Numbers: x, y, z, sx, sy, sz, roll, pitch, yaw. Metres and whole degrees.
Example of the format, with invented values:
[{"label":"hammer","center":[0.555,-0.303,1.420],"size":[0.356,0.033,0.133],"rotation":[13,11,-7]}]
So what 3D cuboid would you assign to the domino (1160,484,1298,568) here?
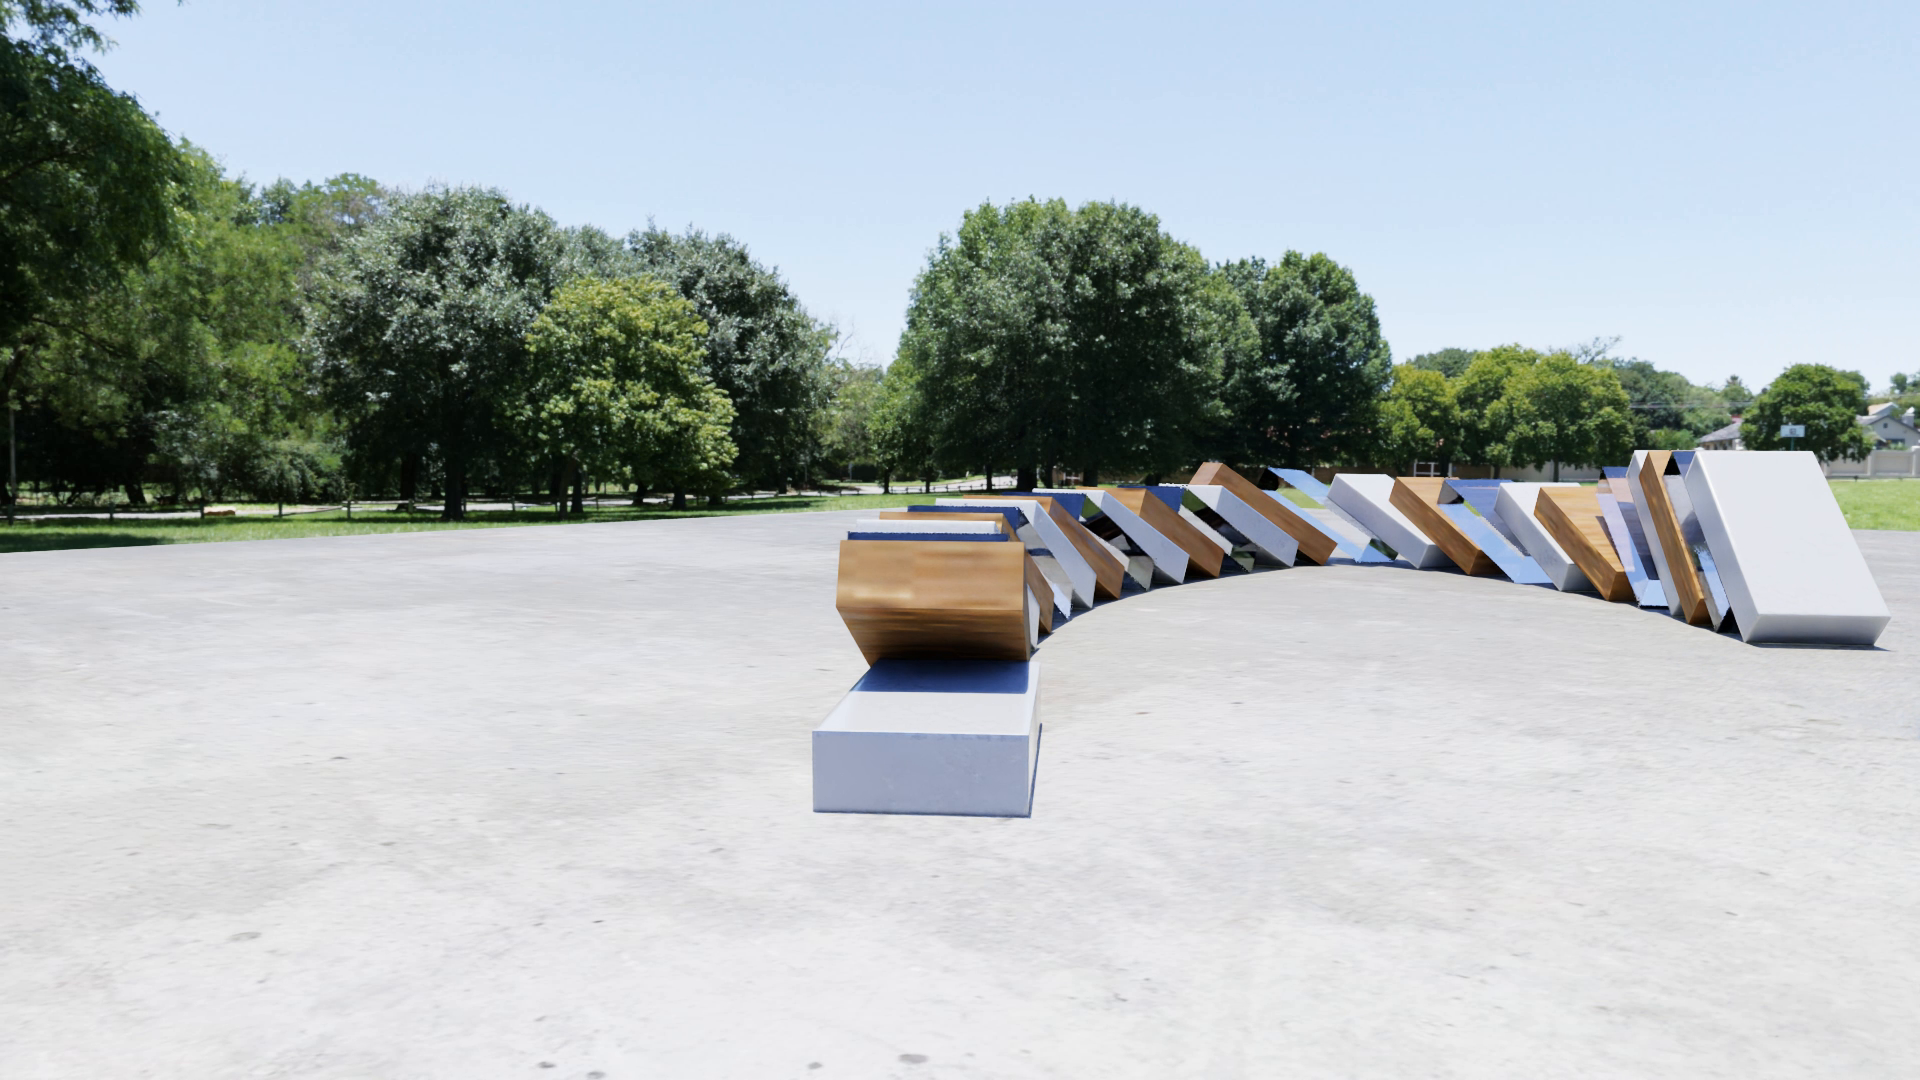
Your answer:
[{"label":"domino","center":[0.090,-0.004,0.433],"size":[0.025,0.010,0.050],"rotation":[5,-18,46]}]

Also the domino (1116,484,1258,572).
[{"label":"domino","center":[0.073,-0.003,0.415],"size":[0.025,0.010,0.050],"rotation":[4,-19,42]}]

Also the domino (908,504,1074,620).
[{"label":"domino","center":[0.008,0.006,0.293],"size":[0.025,0.009,0.050],"rotation":[2,-20,19]}]

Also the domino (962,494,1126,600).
[{"label":"domino","center":[0.022,0.002,0.338],"size":[0.025,0.009,0.050],"rotation":[3,-20,30]}]

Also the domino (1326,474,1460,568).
[{"label":"domino","center":[0.156,-0.007,0.454],"size":[0.025,0.009,0.050],"rotation":[-1,31,-27]}]

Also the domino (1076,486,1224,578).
[{"label":"domino","center":[0.059,-0.002,0.398],"size":[0.025,0.010,0.050],"rotation":[4,-19,42]}]

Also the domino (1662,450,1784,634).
[{"label":"domino","center":[0.185,0.000,0.300],"size":[0.025,0.010,0.050],"rotation":[1,47,10]}]

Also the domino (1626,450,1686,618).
[{"label":"domino","center":[0.190,-0.002,0.327],"size":[0.025,0.010,0.050],"rotation":[1,47,10]}]

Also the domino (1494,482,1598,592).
[{"label":"domino","center":[0.185,-0.002,0.389],"size":[0.025,0.009,0.050],"rotation":[0,30,-2]}]

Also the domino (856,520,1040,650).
[{"label":"domino","center":[-0.001,0.010,0.246],"size":[0.025,0.009,0.050],"rotation":[1,-20,14]}]

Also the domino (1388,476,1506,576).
[{"label":"domino","center":[0.170,-0.005,0.434],"size":[0.025,0.009,0.050],"rotation":[0,30,-16]}]

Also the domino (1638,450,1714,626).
[{"label":"domino","center":[0.186,-0.001,0.314],"size":[0.025,0.009,0.050],"rotation":[1,47,10]}]

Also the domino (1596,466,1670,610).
[{"label":"domino","center":[0.191,-0.001,0.344],"size":[0.025,0.009,0.050],"rotation":[1,38,10]}]

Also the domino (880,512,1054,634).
[{"label":"domino","center":[0.002,0.008,0.270],"size":[0.025,0.009,0.050],"rotation":[1,-20,17]}]

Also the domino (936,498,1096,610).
[{"label":"domino","center":[0.014,0.004,0.315],"size":[0.025,0.009,0.050],"rotation":[2,-20,24]}]

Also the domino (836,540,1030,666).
[{"label":"domino","center":[-0.002,0.013,0.196],"size":[0.025,0.010,0.050],"rotation":[1,-19,4]}]

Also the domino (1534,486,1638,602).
[{"label":"domino","center":[0.187,0.000,0.366],"size":[0.025,0.009,0.050],"rotation":[0,29,-1]}]

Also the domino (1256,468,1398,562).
[{"label":"domino","center":[0.135,-0.009,0.469],"size":[0.025,0.009,0.050],"rotation":[1,31,-43]}]

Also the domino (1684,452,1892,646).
[{"label":"domino","center":[0.183,0.001,0.286],"size":[0.025,0.010,0.050],"rotation":[1,47,10]}]

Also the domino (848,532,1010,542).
[{"label":"domino","center":[-0.002,0.012,0.221],"size":[0.025,0.009,0.050],"rotation":[1,-19,7]}]

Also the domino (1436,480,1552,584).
[{"label":"domino","center":[0.178,-0.004,0.413],"size":[0.025,0.010,0.050],"rotation":[-1,30,-11]}]

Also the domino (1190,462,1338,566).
[{"label":"domino","center":[0.107,-0.010,0.456],"size":[0.050,0.010,0.025],"rotation":[34,1,-6]}]

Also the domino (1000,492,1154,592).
[{"label":"domino","center":[0.033,0.001,0.358],"size":[0.025,0.009,0.050],"rotation":[3,-20,32]}]

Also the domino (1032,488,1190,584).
[{"label":"domino","center":[0.044,-0.001,0.380],"size":[0.025,0.010,0.050],"rotation":[4,-19,41]}]

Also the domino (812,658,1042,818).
[{"label":"domino","center":[-0.002,0.025,0.172],"size":[0.025,0.009,0.050],"rotation":[0,4,5]}]
